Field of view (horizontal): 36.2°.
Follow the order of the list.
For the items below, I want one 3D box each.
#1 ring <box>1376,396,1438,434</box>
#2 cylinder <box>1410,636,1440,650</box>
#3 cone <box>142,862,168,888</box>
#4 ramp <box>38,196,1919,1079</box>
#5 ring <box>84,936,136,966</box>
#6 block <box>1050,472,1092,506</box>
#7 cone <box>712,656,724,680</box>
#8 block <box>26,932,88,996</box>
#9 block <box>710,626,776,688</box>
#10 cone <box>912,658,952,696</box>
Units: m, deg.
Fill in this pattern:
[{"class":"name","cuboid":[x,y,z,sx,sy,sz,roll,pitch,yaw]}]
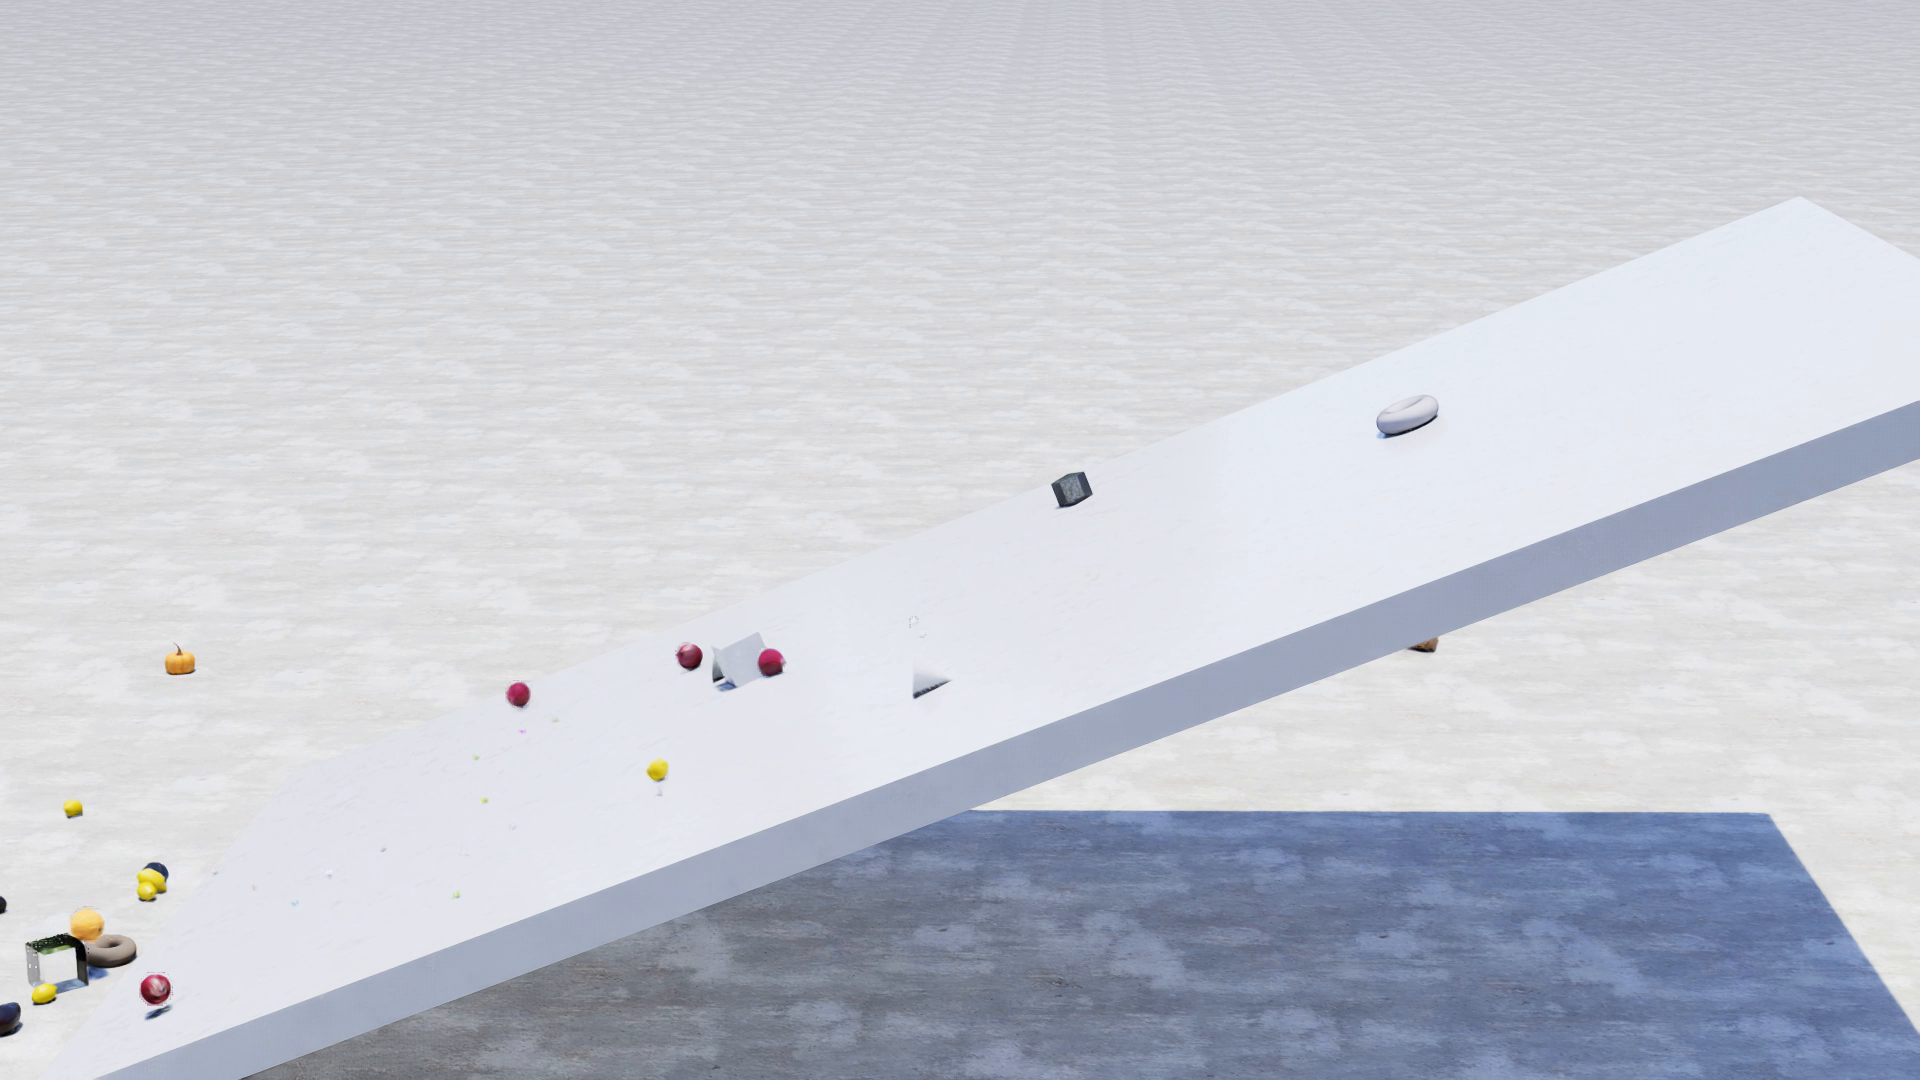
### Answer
[{"class":"ring","cuboid":[0.967,-0.271,6.357,0.141,0.047,0.141,-23,11,5]},{"class":"cylinder","cuboid":[1.409,0.292,8.958,0.082,0.082,0.082,6,15,23]},{"class":"cone","cuboid":[-1.924,0.802,7.000,0.062,0.062,0.062,-9,-10,-32]},{"class":"ramp","cuboid":[0.124,0.173,6.290,4.000,0.100,2.000,-21,12,7]},{"class":"ring","cuboid":[-1.891,0.911,6.531,0.121,0.040,0.121,1,14,0]},{"class":"block","cuboid":[0.264,-0.120,6.931,0.060,0.060,0.060,-31,15,-35]},{"class":"cone","cuboid":[-0.521,0.287,6.642,0.067,0.067,0.067,7,14,2]},{"class":"block","cuboid":[-1.959,0.921,6.378,0.095,0.095,0.095,-11,18,-39]},{"class":"block","cuboid":[-0.483,0.260,6.533,0.095,0.095,0.095,-26,12,-15]},{"class":"cone","cuboid":[-0.052,0.275,5.840,0.078,0.078,0.078,5,14,0]}]
